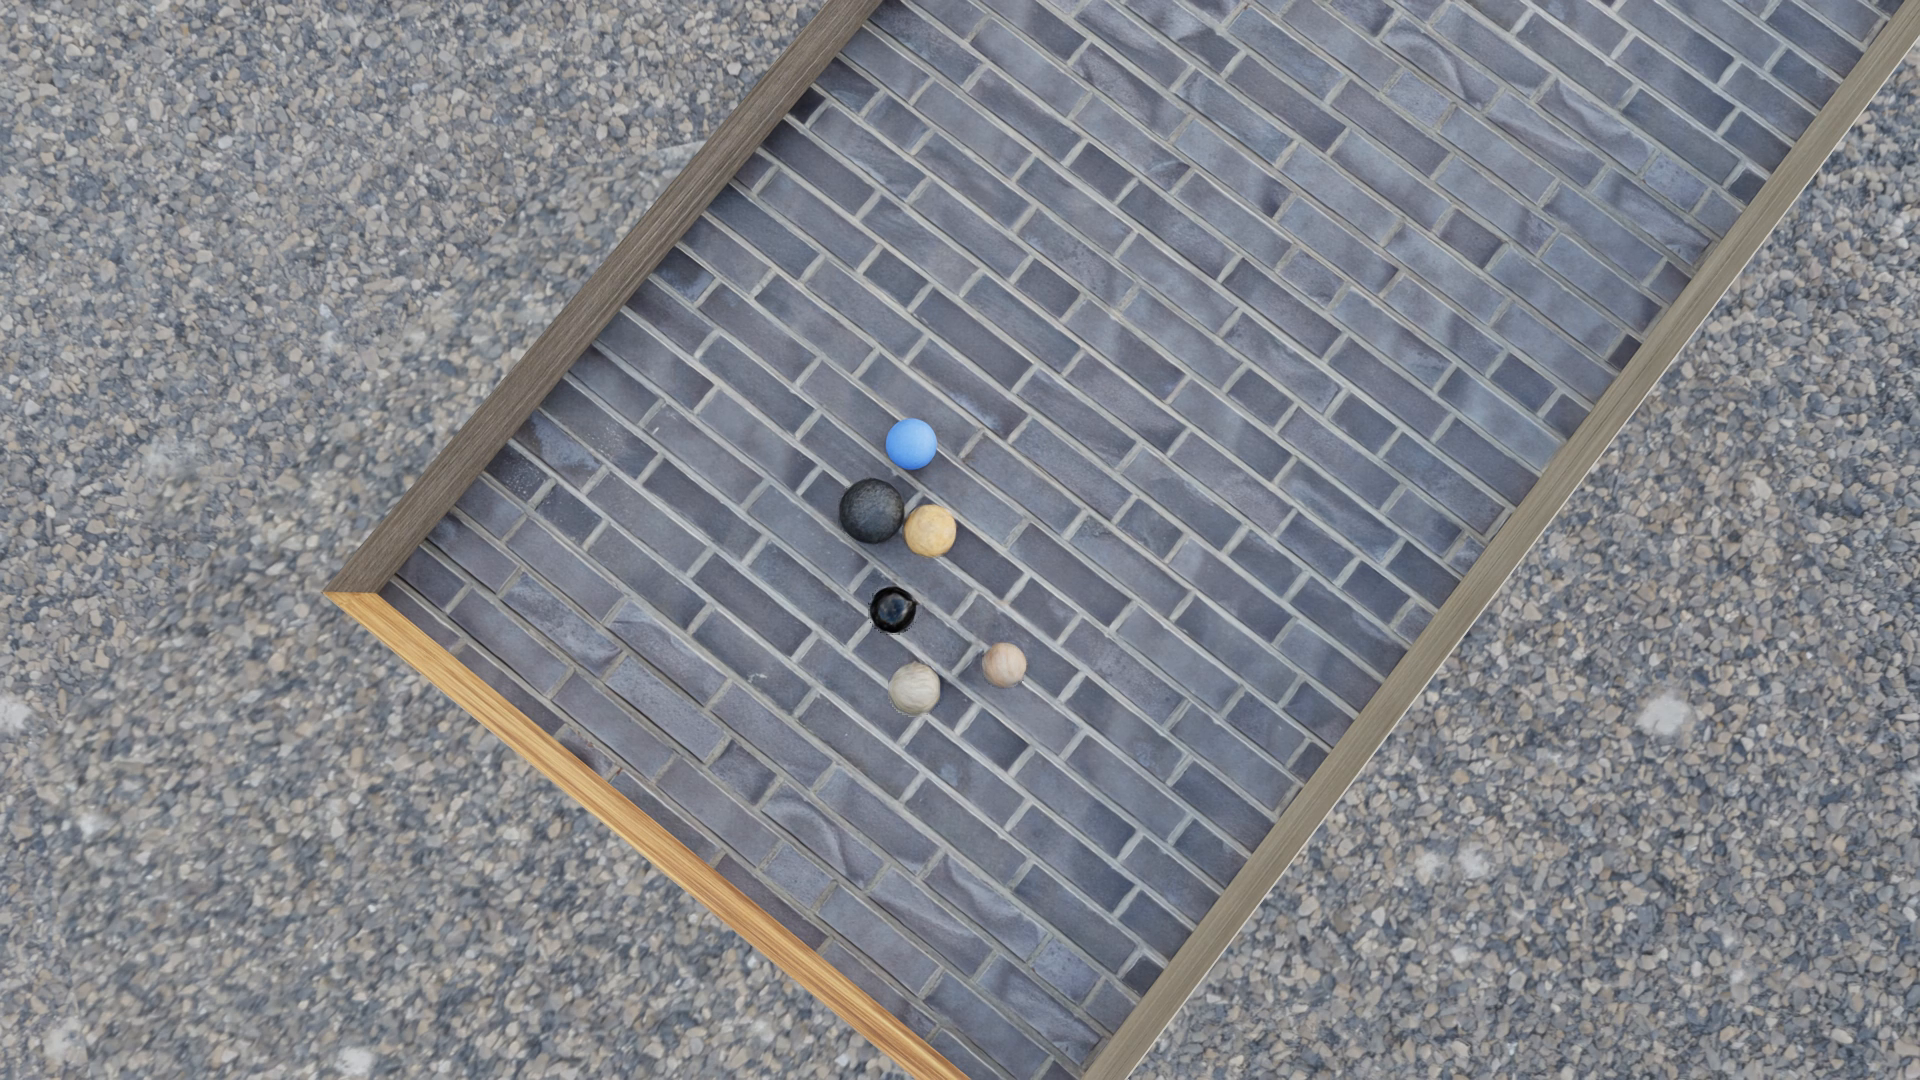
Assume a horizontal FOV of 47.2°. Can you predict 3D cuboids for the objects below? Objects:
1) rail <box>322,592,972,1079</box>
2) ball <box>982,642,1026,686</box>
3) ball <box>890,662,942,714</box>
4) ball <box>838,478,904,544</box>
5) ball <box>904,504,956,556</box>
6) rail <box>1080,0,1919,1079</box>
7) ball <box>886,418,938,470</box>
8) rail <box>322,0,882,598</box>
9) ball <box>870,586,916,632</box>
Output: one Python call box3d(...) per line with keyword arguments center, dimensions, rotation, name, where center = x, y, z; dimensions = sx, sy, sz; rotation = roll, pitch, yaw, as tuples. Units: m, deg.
box3d(center=(-0.388, 0.476, 3.170), dimensions=(1.332, 0.128, 0.045), rotation=(38, 82, 6), name="rail")
box3d(center=(0.065, 0.184, 3.255), dimensions=(0.066, 0.066, 0.066), rotation=(0, 80, 0), name="ball")
box3d(center=(-0.066, 0.219, 3.243), dimensions=(0.076, 0.076, 0.076), rotation=(0, 80, 0), name="ball")
box3d(center=(-0.132, -0.043, 3.279), dimensions=(0.098, 0.098, 0.098), rotation=(0, 80, 0), name="ball")
box3d(center=(-0.044, -0.014, 3.284), dimensions=(0.079, 0.079, 0.079), rotation=(0, 80, 0), name="ball")
box3d(center=(0.906, -0.110, 3.275), dimensions=(0.045, 0.128, 2.591), rotation=(38, 82, 6), name="rail")
box3d(center=(-0.073, -0.144, 3.308), dimensions=(0.078, 0.078, 0.078), rotation=(0, 80, 0), name="ball")
box3d(center=(-0.099, -0.897, 3.417), dimensions=(0.045, 0.128, 2.591), rotation=(38, 82, 6), name="rail")
box3d(center=(-0.100, 0.103, 3.268), dimensions=(0.069, 0.069, 0.069), rotation=(0, 80, 0), name="ball")
